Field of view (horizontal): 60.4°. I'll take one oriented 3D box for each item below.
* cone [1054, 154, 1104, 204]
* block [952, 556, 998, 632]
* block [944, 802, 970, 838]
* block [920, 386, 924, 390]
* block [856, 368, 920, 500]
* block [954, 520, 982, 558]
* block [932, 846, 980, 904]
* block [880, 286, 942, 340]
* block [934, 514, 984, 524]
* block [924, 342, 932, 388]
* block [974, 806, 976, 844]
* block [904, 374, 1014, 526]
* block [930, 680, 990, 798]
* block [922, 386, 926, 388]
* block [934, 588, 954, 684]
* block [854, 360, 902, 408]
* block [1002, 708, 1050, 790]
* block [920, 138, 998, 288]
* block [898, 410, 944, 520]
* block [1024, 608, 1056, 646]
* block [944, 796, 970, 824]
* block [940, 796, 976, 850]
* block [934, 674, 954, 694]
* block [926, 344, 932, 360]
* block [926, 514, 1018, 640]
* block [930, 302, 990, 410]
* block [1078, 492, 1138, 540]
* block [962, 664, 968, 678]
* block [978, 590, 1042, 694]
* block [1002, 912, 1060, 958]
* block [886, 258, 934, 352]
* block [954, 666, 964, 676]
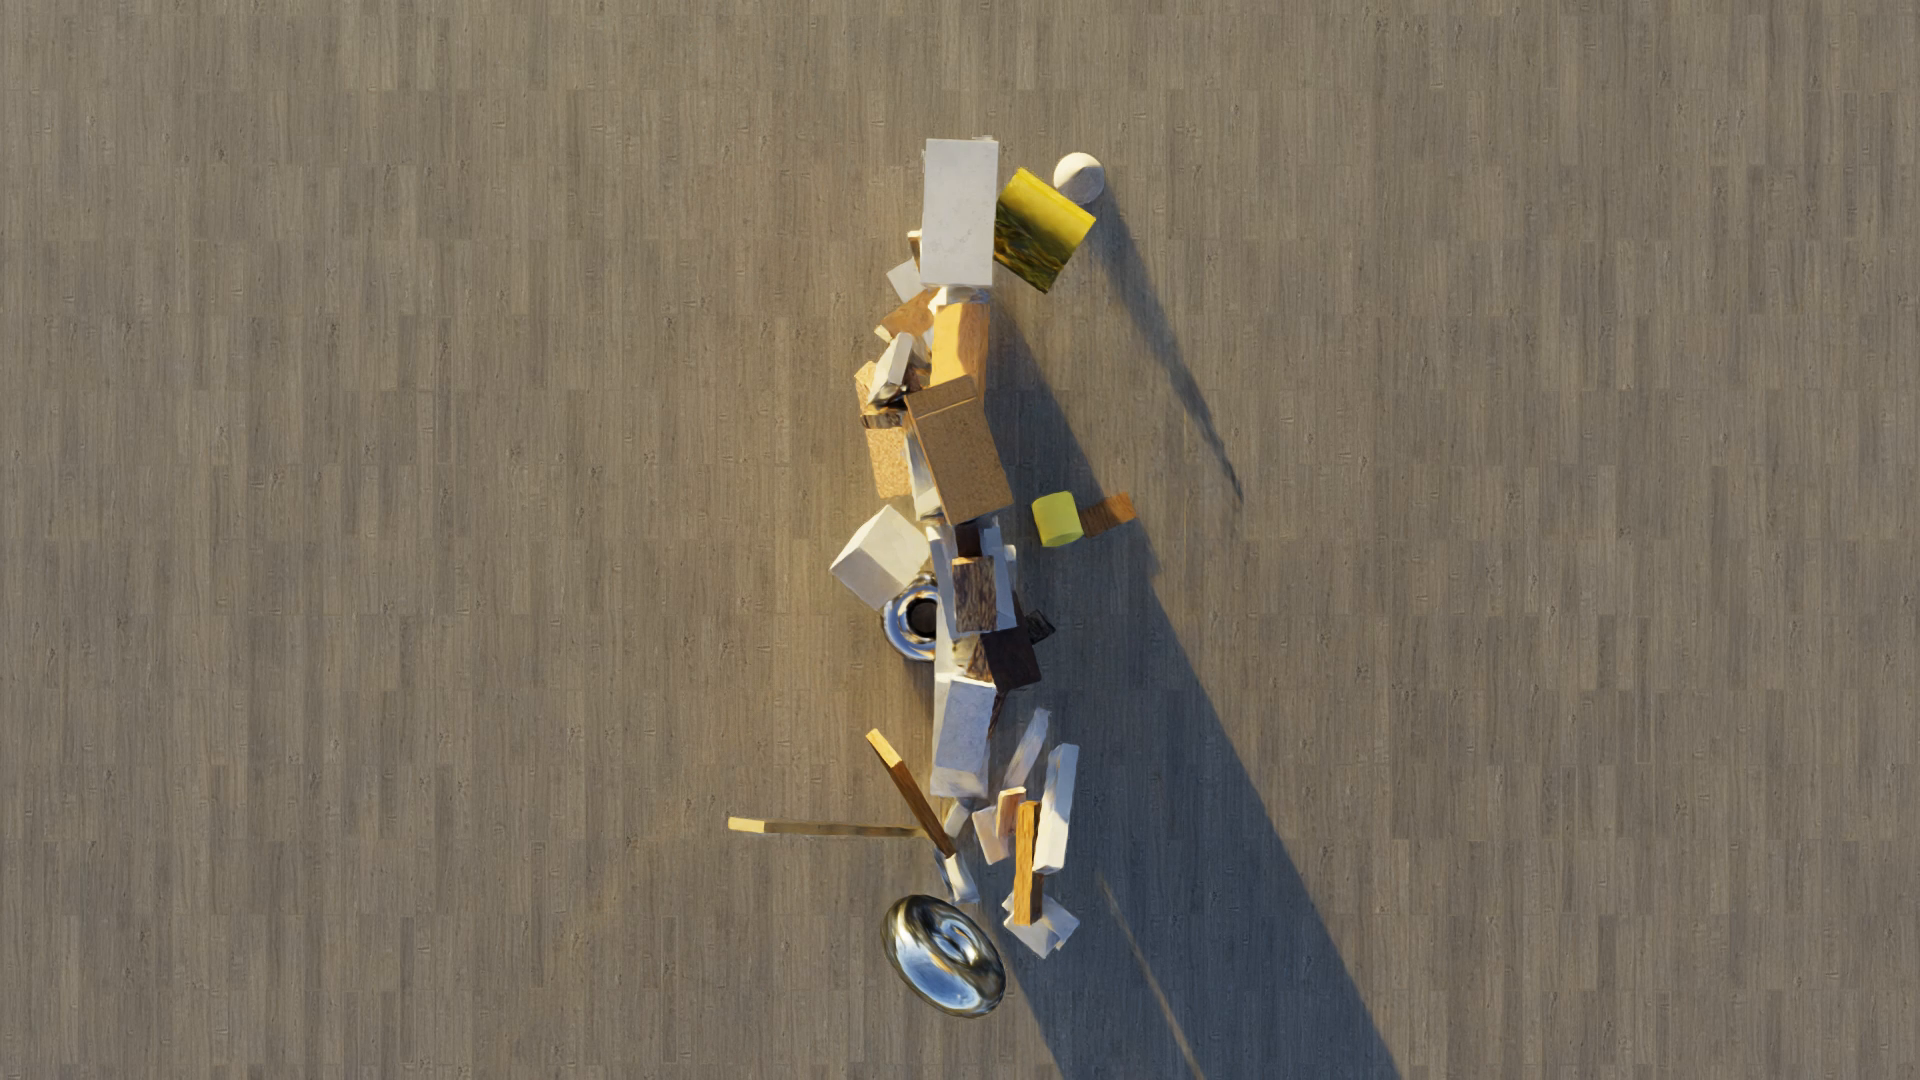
[{"bbox_3d":[0.398,-1.205,5.415,0.171,0.171,0.171,0,90,0],"label":"cone"},{"bbox_3d":[0.036,0.131,3.968,0.099,0.028,0.197,-4,122,-2],"label":"block"},{"bbox_3d":[-0.011,0.850,4.995,0.048,0.014,0.095,29,95,-1],"label":"block"},{"bbox_3d":[-0.169,-0.402,4.759,0.167,0.341,0.047,10,86,9],"label":"block"},{"bbox_3d":[-0.171,-0.293,4.560,0.167,0.047,0.334,-12,88,9],"label":"block"},{"bbox_3d":[0.020,0.004,3.957,0.056,0.016,0.113,-10,128,-3],"label":"block"},{"bbox_3d":[-0.013,1.034,5.108,0.027,0.095,0.191,-47,52,32],"label":"block"},{"bbox_3d":[-0.109,-0.591,4.337,0.180,0.025,0.090,-35,99,7],"label":"block"},{"bbox_3d":[0.014,0.041,4.505,0.135,0.038,0.269,-9,91,0],"label":"block"},{"bbox_3d":[-0.021,-0.585,4.870,0.164,0.047,0.329,-1,90,2],"label":"block"},{"bbox_3d":[-0.003,0.871,5.274,0.104,0.456,0.029,0,101,0],"label":"block"},{"bbox_3d":[-0.002,-0.208,3.802,0.158,0.045,0.316,-20,96,-9],"label":"block"},{"bbox_3d":[0.004,0.539,4.469,0.154,0.044,0.308,3,90,0],"label":"block"},{"bbox_3d":[-0.122,-0.340,4.937,0.117,0.033,0.235,16,89,10],"label":"block"},{"bbox_3d":[0.018,0.247,4.823,0.173,0.049,0.347,2,91,0],"label":"block"},{"bbox_3d":[-0.218,-0.418,4.408,0.123,0.017,0.062,43,81,13],"label":"block"},{"bbox_3d":[0.174,0.582,4.431,0.035,0.123,0.247,21,121,-3],"label":"block"},{"bbox_3d":[-0.001,-0.782,3.960,0.172,0.049,0.344,3,89,2],"label":"block"},{"bbox_3d":[-0.060,-0.199,4.181,0.140,0.040,0.280,-11,97,-15],"label":"block"},{"bbox_3d":[0.231,0.296,5.419,0.026,0.185,0.092,-36,90,-38],"label":"block"},{"bbox_3d":[-0.008,0.829,5.012,0.048,0.014,0.095,23,89,0],"label":"block"},{"bbox_3d":[-0.007,0.835,5.033,0.104,0.029,0.208,2,89,0],"label":"block"},{"bbox_3d":[0.008,0.428,4.646,0.154,0.308,0.044,1,96,0],"label":"block"},{"bbox_3d":[-0.017,-0.546,4.706,0.141,0.282,0.040,-2,90,2],"label":"block"},{"bbox_3d":[0.032,0.096,4.177,0.177,0.050,0.354,-11,132,0],"label":"block"},{"bbox_3d":[-0.001,-0.443,4.023,0.131,0.037,0.263,2,86,27],"label":"block"},{"bbox_3d":[0.487,-0.082,5.487,0.185,0.026,0.092,-25,90,0],"label":"block"},{"bbox_3d":[0.042,0.358,4.671,0.063,0.127,0.018,0,132,2],"label":"block"},{"bbox_3d":[0.121,0.268,4.329,0.123,0.035,0.246,-16,82,-5],"label":"block"},{"bbox_3d":[0.190,1.039,4.377,0.141,0.020,0.071,41,80,-4],"label":"block"},{"bbox_3d":[-0.071,-0.646,4.546,0.141,0.040,0.282,-30,89,2],"label":"block"},{"bbox_3d":[0.015,0.358,4.740,0.063,0.127,0.018,-5,120,0],"label":"block"}]
